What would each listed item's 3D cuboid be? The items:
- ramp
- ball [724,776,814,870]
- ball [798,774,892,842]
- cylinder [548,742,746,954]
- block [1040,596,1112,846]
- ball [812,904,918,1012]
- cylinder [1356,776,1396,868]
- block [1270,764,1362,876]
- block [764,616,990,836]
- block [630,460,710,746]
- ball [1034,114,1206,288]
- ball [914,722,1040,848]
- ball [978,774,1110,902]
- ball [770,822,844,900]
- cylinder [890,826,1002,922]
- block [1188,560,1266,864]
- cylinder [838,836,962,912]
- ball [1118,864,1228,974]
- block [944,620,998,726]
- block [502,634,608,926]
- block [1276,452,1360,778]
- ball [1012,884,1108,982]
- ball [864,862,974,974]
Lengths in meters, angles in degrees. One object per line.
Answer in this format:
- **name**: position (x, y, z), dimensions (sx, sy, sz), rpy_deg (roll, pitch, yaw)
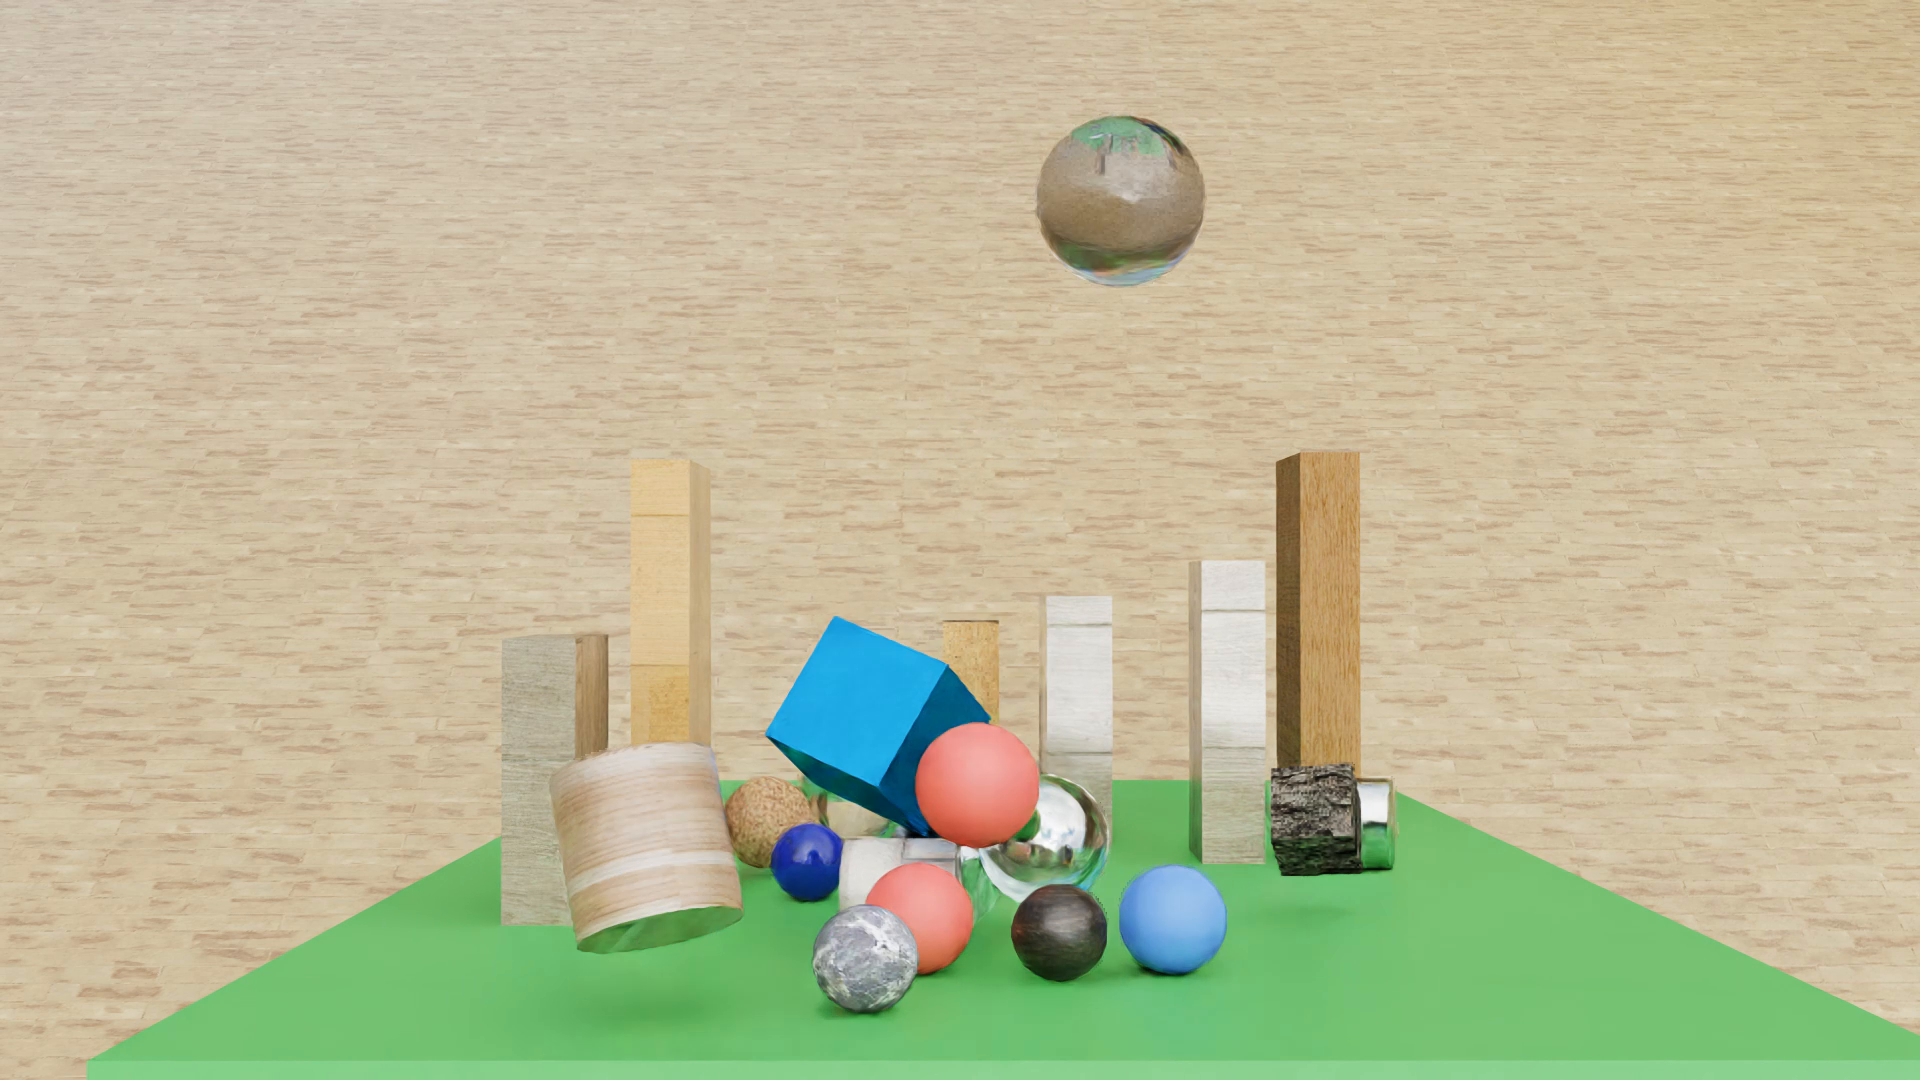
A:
- **ramp**: position (0.073, 0.638, 4.749), dimensions (2.000, 0.100, 4.000), rpy_deg (0, -1, 0)
- **ball**: position (-0.333, 0.489, 4.484), dimensions (0.159, 0.159, 0.159), rpy_deg (0, 33, 0)
- **ball**: position (-0.217, 0.496, 4.931), dimensions (0.191, 0.191, 0.191), rpy_deg (0, 33, 0)
- **cylinder**: position (-0.367, 0.361, 3.034), dimensions (0.197, 0.197, 0.197), rpy_deg (-9, 72, -13)
- **block**: position (0.232, 0.355, 5.258), dimensions (0.127, 0.484, 0.439), rpy_deg (0, -1, 0)
- **ball**: position (-0.112, 0.495, 3.069), dimensions (0.126, 0.126, 0.126), rpy_deg (0, 33, 0)
- **cylinder**: position (0.683, 0.502, 4.589), dimensions (0.160, 0.160, 0.160), rpy_deg (-4, 31, 15)
- **block**: position (0.540, 0.425, 3.926), dimensions (0.121, 0.121, 0.121), rpy_deg (-5, 54, 14)
- **block**: position (-0.113, 0.262, 3.652), dimensions (0.195, 0.195, 0.195), rpy_deg (22, 73, 28)
- **block**: position (-0.502, 0.226, 4.517), dimensions (0.098, 0.715, 0.371), rpy_deg (0, -1, 0)
- **ball**: position (0.187, -0.394, 3.020), dimensions (0.200, 0.200, 0.200), rpy_deg (0, 33, 0)
- **ball**: position (0.023, 0.328, 3.474), dimensions (0.168, 0.168, 0.168), rpy_deg (0, 33, 0)
- **ball**: position (0.116, 0.420, 3.623), dimensions (0.185, 0.185, 0.185), rpy_deg (0, 33, 0)
- **ball**: position (-0.241, 0.515, 4.153), dimensions (0.125, 0.125, 0.125), rpy_deg (0, 33, 0)
- **cylinder**: position (-0.022, 0.477, 3.777), dimensions (0.129, 0.129, 0.129), rpy_deg (-19, 39, -27)
- **block**: position (0.496, 0.315, 4.836), dimensions (0.116, 0.550, 0.265), rpy_deg (0, -1, 0)
- **cylinder**: position (-0.080, 0.488, 3.566), dimensions (0.156, 0.156, 0.156), rpy_deg (1, 33, 5)
- **ball**: position (0.276, 0.493, 3.368), dimensions (0.141, 0.141, 0.141), rpy_deg (0, 33, 0)
- **block**: position (0.023, 0.390, 5.653), dimensions (0.117, 0.429, 0.340), rpy_deg (0, -1, 0)
- **block**: position (-0.627, 0.363, 4.036), dimensions (0.109, 0.426, 0.364), rpy_deg (0, -1, 0)
- **block**: position (0.803, 0.210, 5.835), dimensions (0.130, 0.794, 0.429), rpy_deg (0, -1, 0)
- **ball**: position (0.127, 0.501, 3.308), dimensions (0.123, 0.123, 0.123), rpy_deg (0, 33, 0)
- **ball**: position (-0.054, 0.491, 3.365), dimensions (0.144, 0.144, 0.144), rpy_deg (0, 33, 0)
